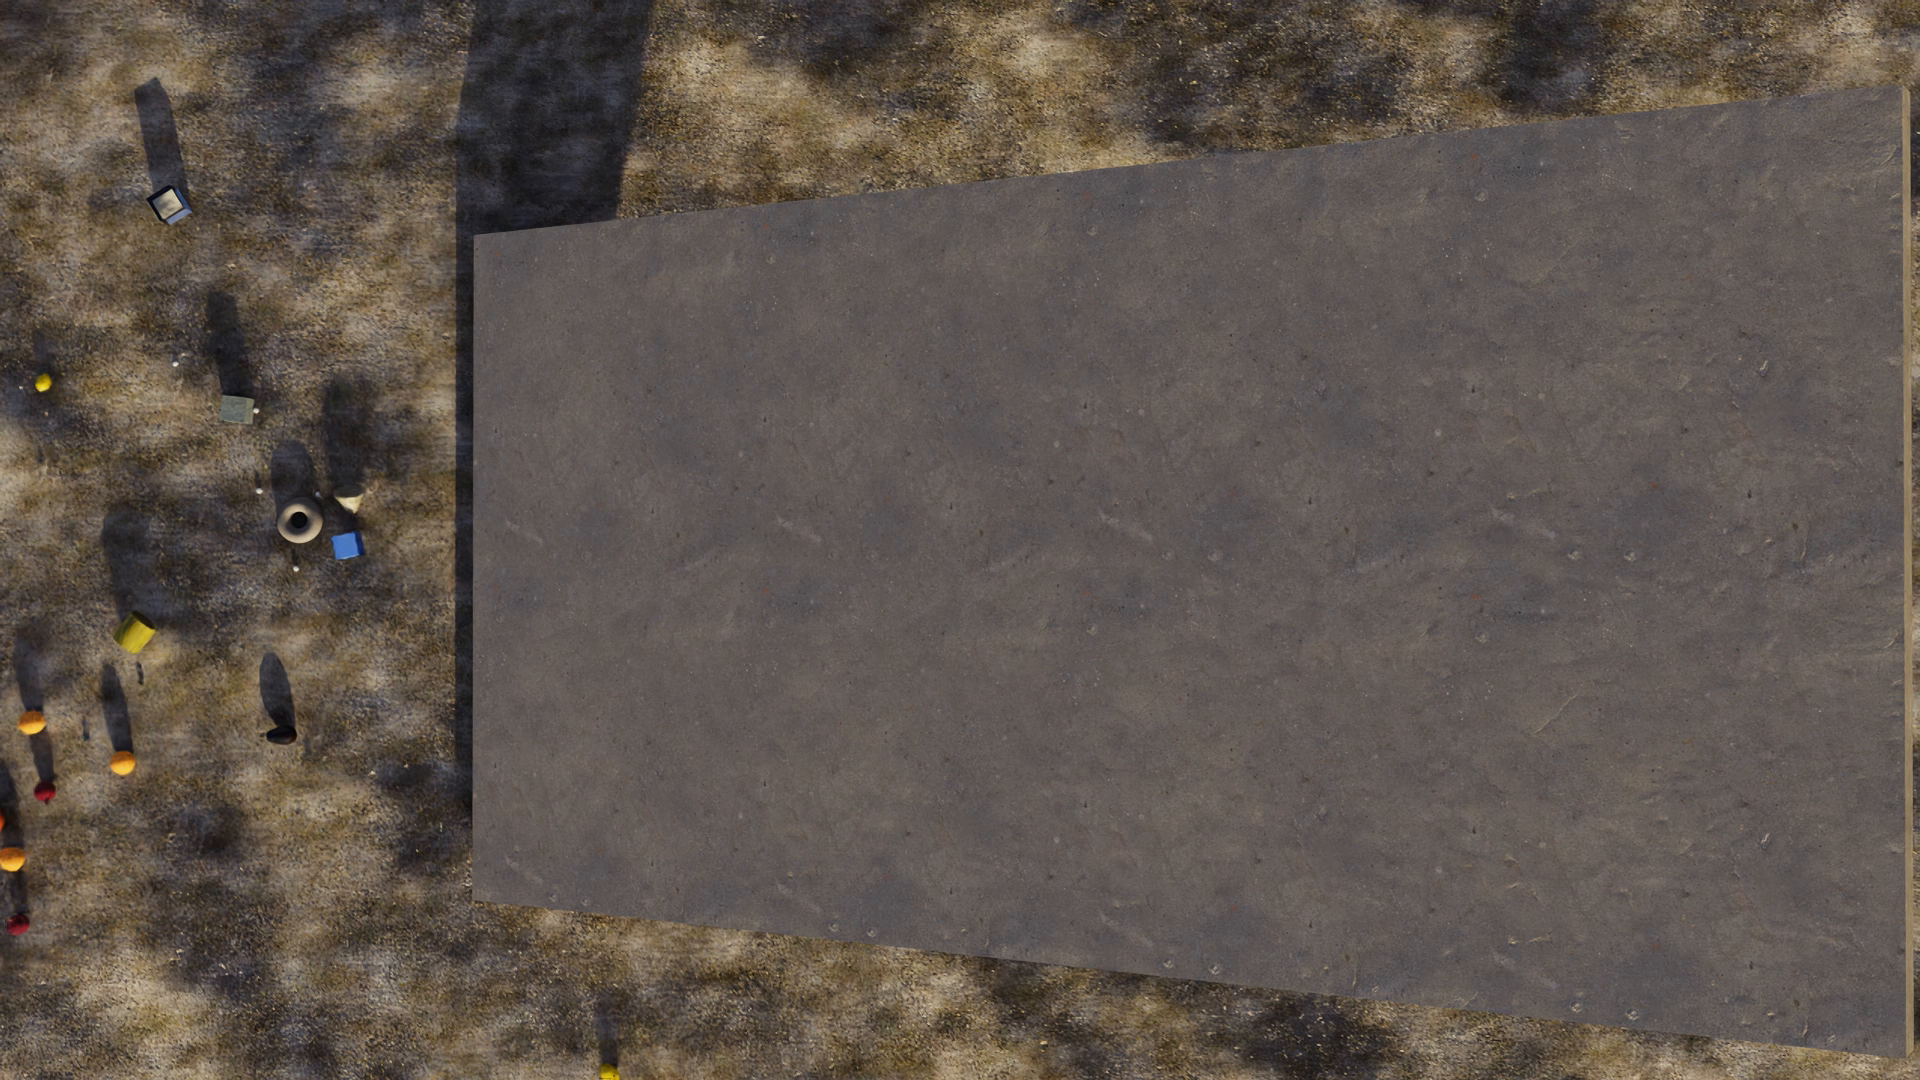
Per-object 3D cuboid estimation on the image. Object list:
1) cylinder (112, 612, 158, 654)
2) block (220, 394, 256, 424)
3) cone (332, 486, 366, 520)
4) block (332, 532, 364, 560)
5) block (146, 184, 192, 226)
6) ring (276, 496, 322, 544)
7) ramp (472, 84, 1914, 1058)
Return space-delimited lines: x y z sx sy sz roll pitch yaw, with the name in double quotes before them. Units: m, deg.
"cylinder" -2.495 0.280 6.653 0.091 0.091 0.091 40 90 0
"block" -2.191 -0.395 6.666 0.076 0.076 0.076 7 89 0
"cone" -1.850 -0.103 6.680 0.096 0.096 0.096 0 116 0
"block" -1.854 0.017 6.666 0.069 0.069 0.069 -12 89 0
"block" -2.398 -1.016 6.669 0.081 0.081 0.081 -31 90 0
"ring" -2.005 -0.061 6.678 0.142 0.047 0.142 0 89 1
"ramp" 0.263 0.072 5.606 4.000 0.100 2.000 0 89 32
